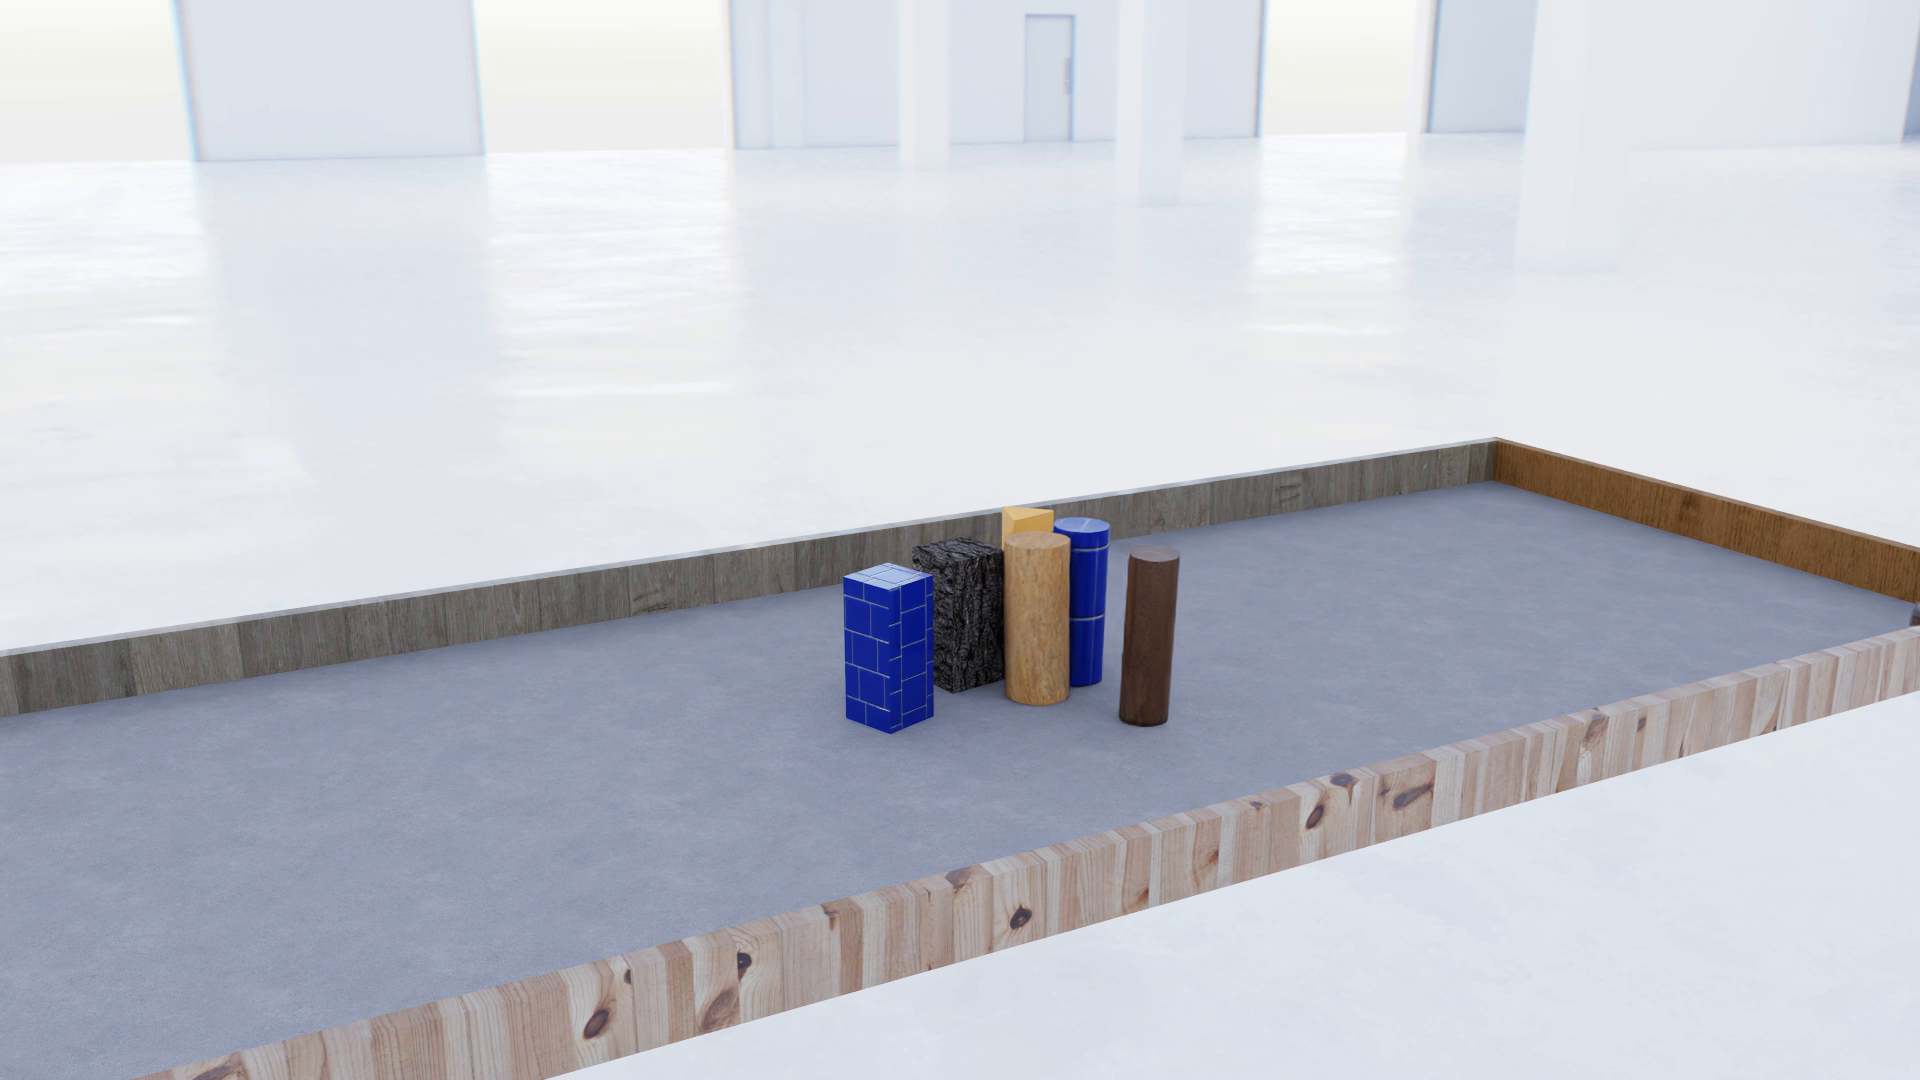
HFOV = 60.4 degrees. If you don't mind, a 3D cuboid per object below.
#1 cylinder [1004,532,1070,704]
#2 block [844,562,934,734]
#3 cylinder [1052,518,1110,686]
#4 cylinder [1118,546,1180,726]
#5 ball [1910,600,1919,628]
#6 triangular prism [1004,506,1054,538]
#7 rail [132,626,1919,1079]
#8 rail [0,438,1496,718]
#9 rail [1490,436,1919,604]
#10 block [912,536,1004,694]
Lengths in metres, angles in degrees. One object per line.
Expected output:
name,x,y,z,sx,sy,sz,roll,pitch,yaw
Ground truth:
cylinder,0.188,0.189,4.012,0.159,0.391,0.159,-1,15,0
block,-0.167,0.252,3.872,0.147,0.352,0.147,14,22,40
cylinder,0.294,0.154,4.115,0.140,0.399,0.140,1,16,0
cylinder,0.441,0.225,3.854,0.117,0.410,0.117,2,18,-1
ball,2.585,0.216,4.316,0.172,0.172,0.172,0,16,0
triangular prism,0.154,0.098,4.375,0.138,0.364,0.119,-14,21,-39
rail,-2.336,1.006,1.665,12.000,0.150,0.050,-9,18,-27
rail,-3.305,0.497,3.399,12.000,0.150,0.050,-9,18,-27
rail,2.466,-0.048,5.253,0.050,0.150,2.100,-9,18,-27
block,-0.001,0.184,4.128,0.167,0.338,0.167,-12,20,-35
